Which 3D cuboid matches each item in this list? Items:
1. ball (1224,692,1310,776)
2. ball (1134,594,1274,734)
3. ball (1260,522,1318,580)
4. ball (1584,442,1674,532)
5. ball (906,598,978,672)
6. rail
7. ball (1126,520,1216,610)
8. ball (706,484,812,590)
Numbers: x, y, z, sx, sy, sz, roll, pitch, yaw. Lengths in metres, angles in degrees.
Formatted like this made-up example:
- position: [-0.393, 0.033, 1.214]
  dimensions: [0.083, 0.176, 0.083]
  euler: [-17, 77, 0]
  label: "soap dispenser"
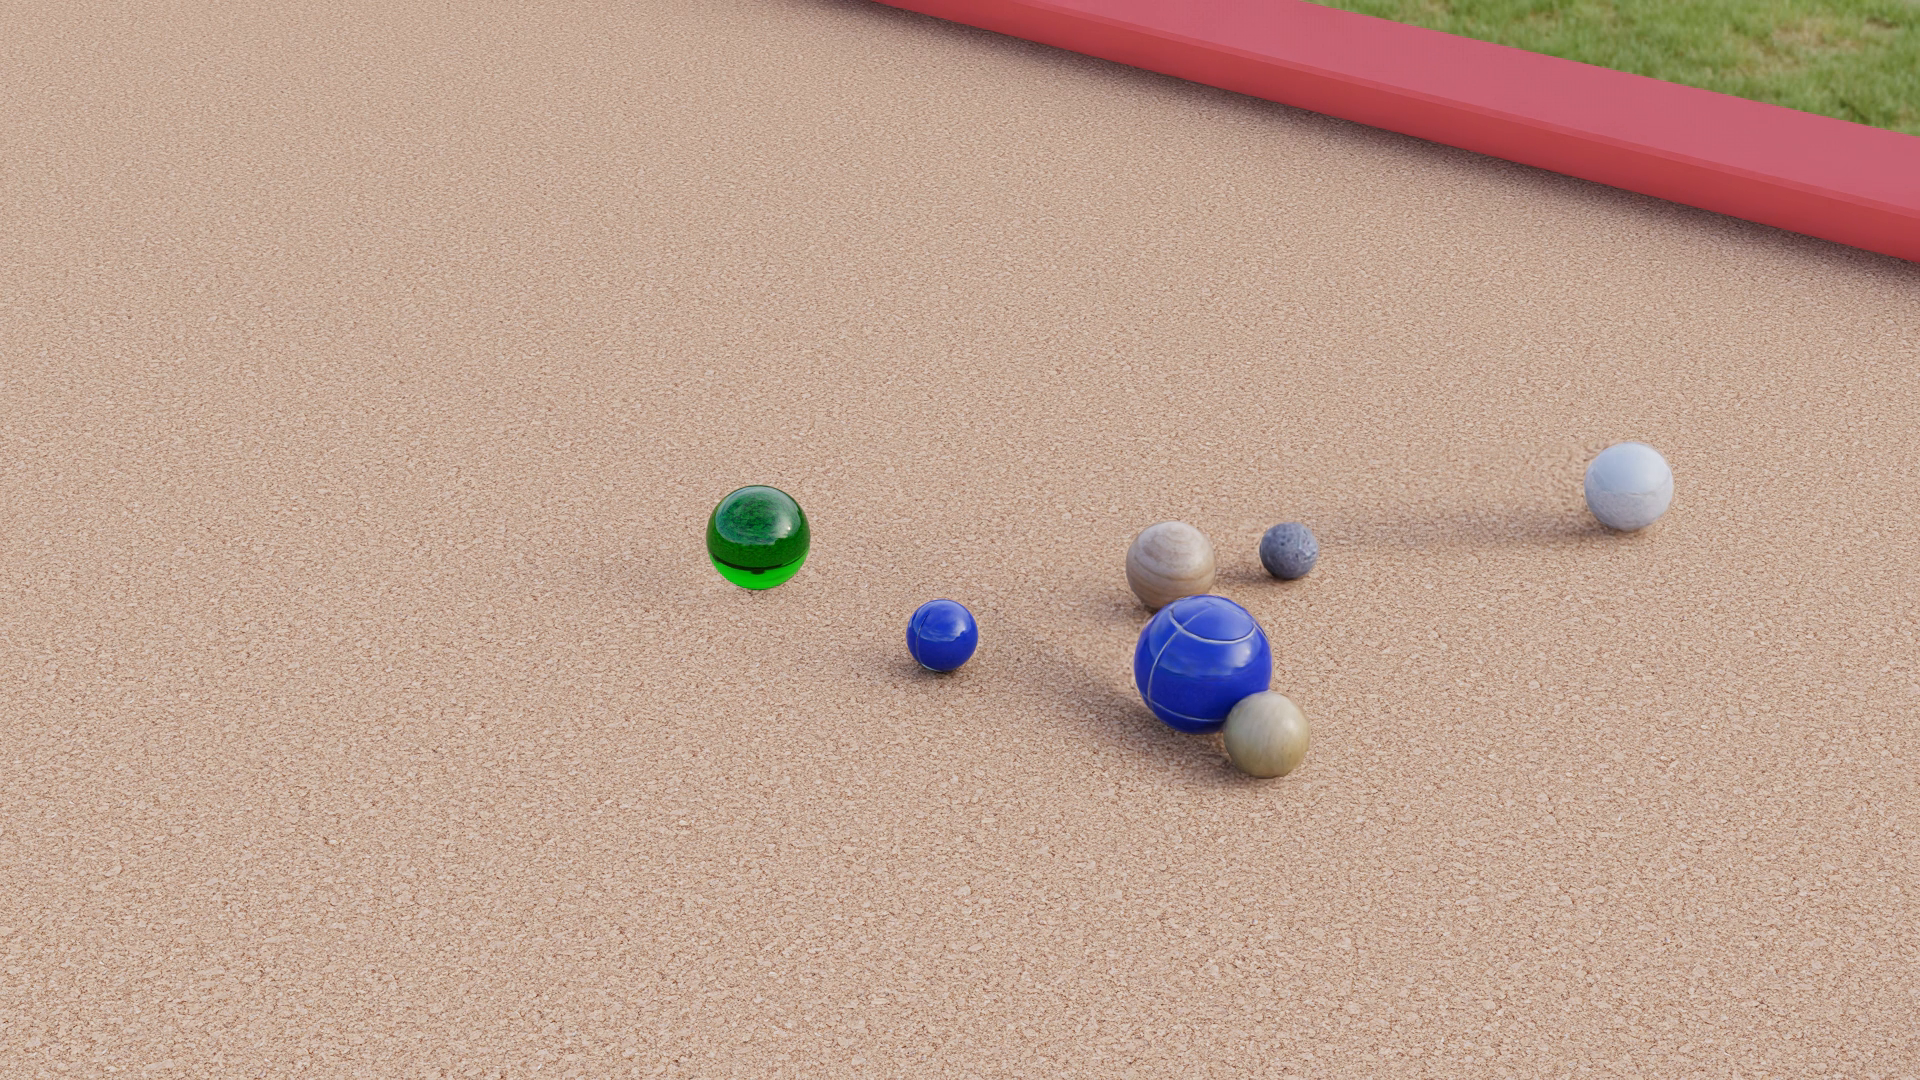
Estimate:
- position: [0.207, 0.131, 1.991]
  dimensions: [0.058, 0.058, 0.058]
  euler: [0, 24, 0]
  label: "ball"
- position: [0.169, 0.086, 2.045]
  dimensions: [0.097, 0.097, 0.097]
  euler: [0, 24, 0]
  label: "ball"
- position: [0.255, 0.008, 2.282]
  dimensions: [0.045, 0.045, 0.045]
  euler: [0, 24, 0]
  label: "ball"
- position: [0.537, -0.043, 2.364]
  dimensions: [0.071, 0.071, 0.071]
  euler: [0, 24, 0]
  label: "ball"
- position: [-0.013, 0.069, 2.136]
  dimensions: [0.053, 0.053, 0.053]
  euler: [0, 24, 0]
  label: "ball"
- position: [0.077, -0.696, 3.753]
  dimensions: [0.045, 0.126, 4.426]
  euler: [-22, 32, -40]
  label: "rail"
- position: [0.160, 0.020, 2.226]
  dimensions: [0.069, 0.069, 0.069]
  euler: [0, 24, 0]
  label: "ball"
- position: [-0.155, -0.002, 2.262]
  dimensions: [0.081, 0.081, 0.081]
  euler: [0, 24, 0]
  label: "ball"
